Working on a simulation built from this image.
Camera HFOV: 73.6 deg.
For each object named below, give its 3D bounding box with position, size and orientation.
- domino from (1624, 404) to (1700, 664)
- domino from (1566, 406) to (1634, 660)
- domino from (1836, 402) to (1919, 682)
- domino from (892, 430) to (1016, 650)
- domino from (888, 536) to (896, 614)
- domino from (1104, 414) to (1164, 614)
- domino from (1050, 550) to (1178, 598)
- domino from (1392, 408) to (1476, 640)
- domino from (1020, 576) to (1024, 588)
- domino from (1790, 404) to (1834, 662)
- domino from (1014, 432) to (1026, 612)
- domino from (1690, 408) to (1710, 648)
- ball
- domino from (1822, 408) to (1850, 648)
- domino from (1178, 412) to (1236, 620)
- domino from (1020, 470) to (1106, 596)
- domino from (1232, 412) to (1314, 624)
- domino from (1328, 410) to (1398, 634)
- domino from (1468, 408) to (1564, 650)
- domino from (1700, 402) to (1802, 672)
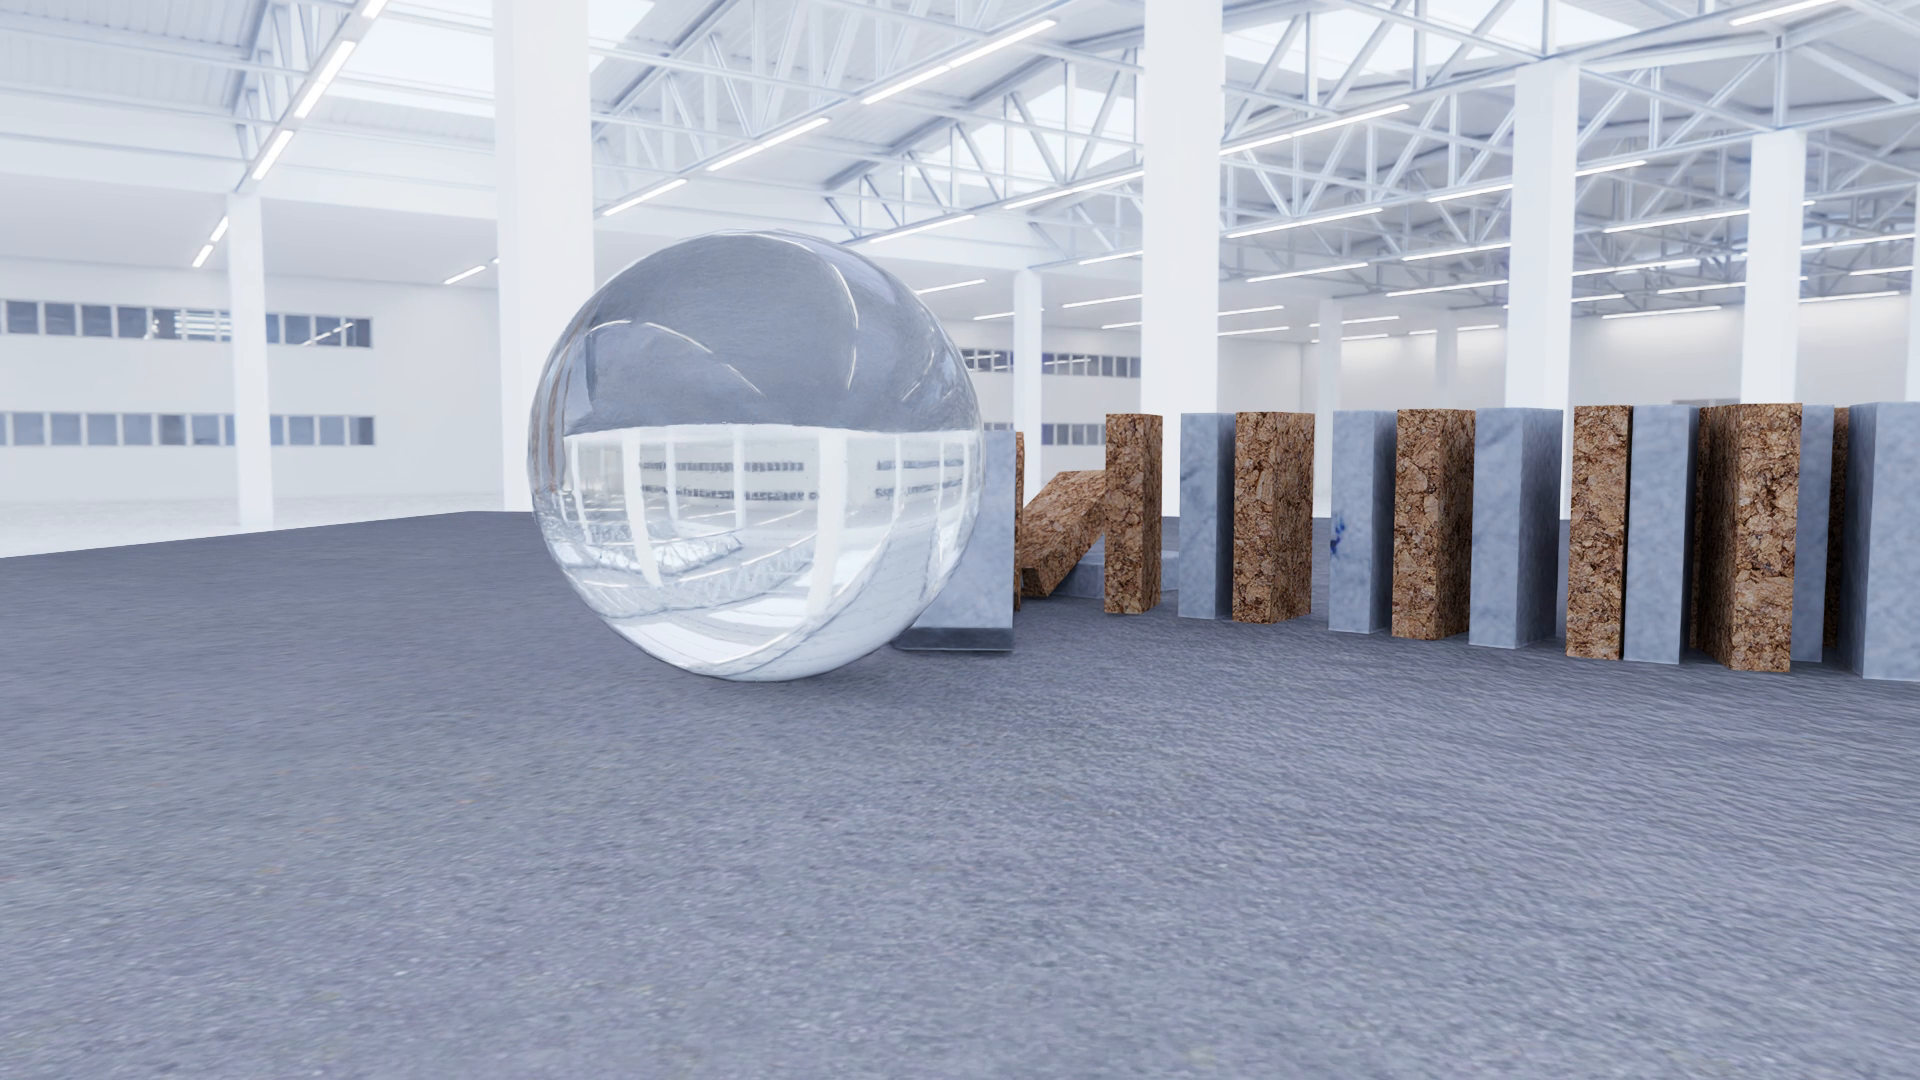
[{"bbox_3d":[0.142,-0.002,0.259,0.009,0.050,0.025,3,5,34],"label":"domino"},{"bbox_3d":[0.133,-0.002,0.264,0.009,0.050,0.025,3,5,35],"label":"domino"},{"bbox_3d":[0.174,0.000,0.241,0.010,0.050,0.025,2,5,25],"label":"domino"},{"bbox_3d":[-0.001,-0.001,0.275,0.025,0.050,0.010,0,-33,4],"label":"domino"},{"bbox_3d":[-0.002,-0.003,0.299,0.025,0.050,0.010,0,-33,4],"label":"domino"},{"bbox_3d":[0.045,-0.007,0.332,0.010,0.050,0.025,2,5,20],"label":"domino"},{"bbox_3d":[0.048,0.009,0.379,0.050,0.009,0.025,-4,6,-42],"label":"domino"},{"bbox_3d":[0.107,-0.004,0.288,0.010,0.050,0.025,4,6,42],"label":"domino"},{"bbox_3d":[0.001,0.000,0.358,0.025,0.010,0.050,-11,25,-1],"label":"domino"},{"bbox_3d":[0.170,-0.002,0.261,0.010,0.050,0.025,3,5,31],"label":"domino"},{"bbox_3d":[0.004,-0.005,0.335,0.025,0.050,0.010,0,-33,6],"label":"domino"},{"bbox_3d":[0.161,-0.003,0.276,0.025,0.050,0.010,-3,5,-32],"label":"domino"},{"bbox_3d":[-0.035,-0.015,0.229,0.080,0.080,0.080,0,4,0],"label":"ball"},{"bbox_3d":[0.187,-0.002,0.262,0.009,0.050,0.025,0,4,-6],"label":"domino"},{"bbox_3d":[0.065,-0.007,0.322,0.010,0.050,0.025,3,5,33],"label":"domino"},{"bbox_3d":[0.027,-0.003,0.370,0.025,0.010,0.050,0,35,43],"label":"domino"},{"bbox_3d":[0.077,-0.006,0.314,0.009,0.050,0.025,3,5,37],"label":"domino"},{"bbox_3d":[0.096,-0.005,0.298,0.010,0.050,0.025,4,6,40],"label":"domino"},{"bbox_3d":[0.120,-0.003,0.277,0.010,0.050,0.025,4,6,43],"label":"domino"},{"bbox_3d":[0.154,-0.001,0.251,0.010,0.050,0.025,1,5,18],"label":"domino"}]
